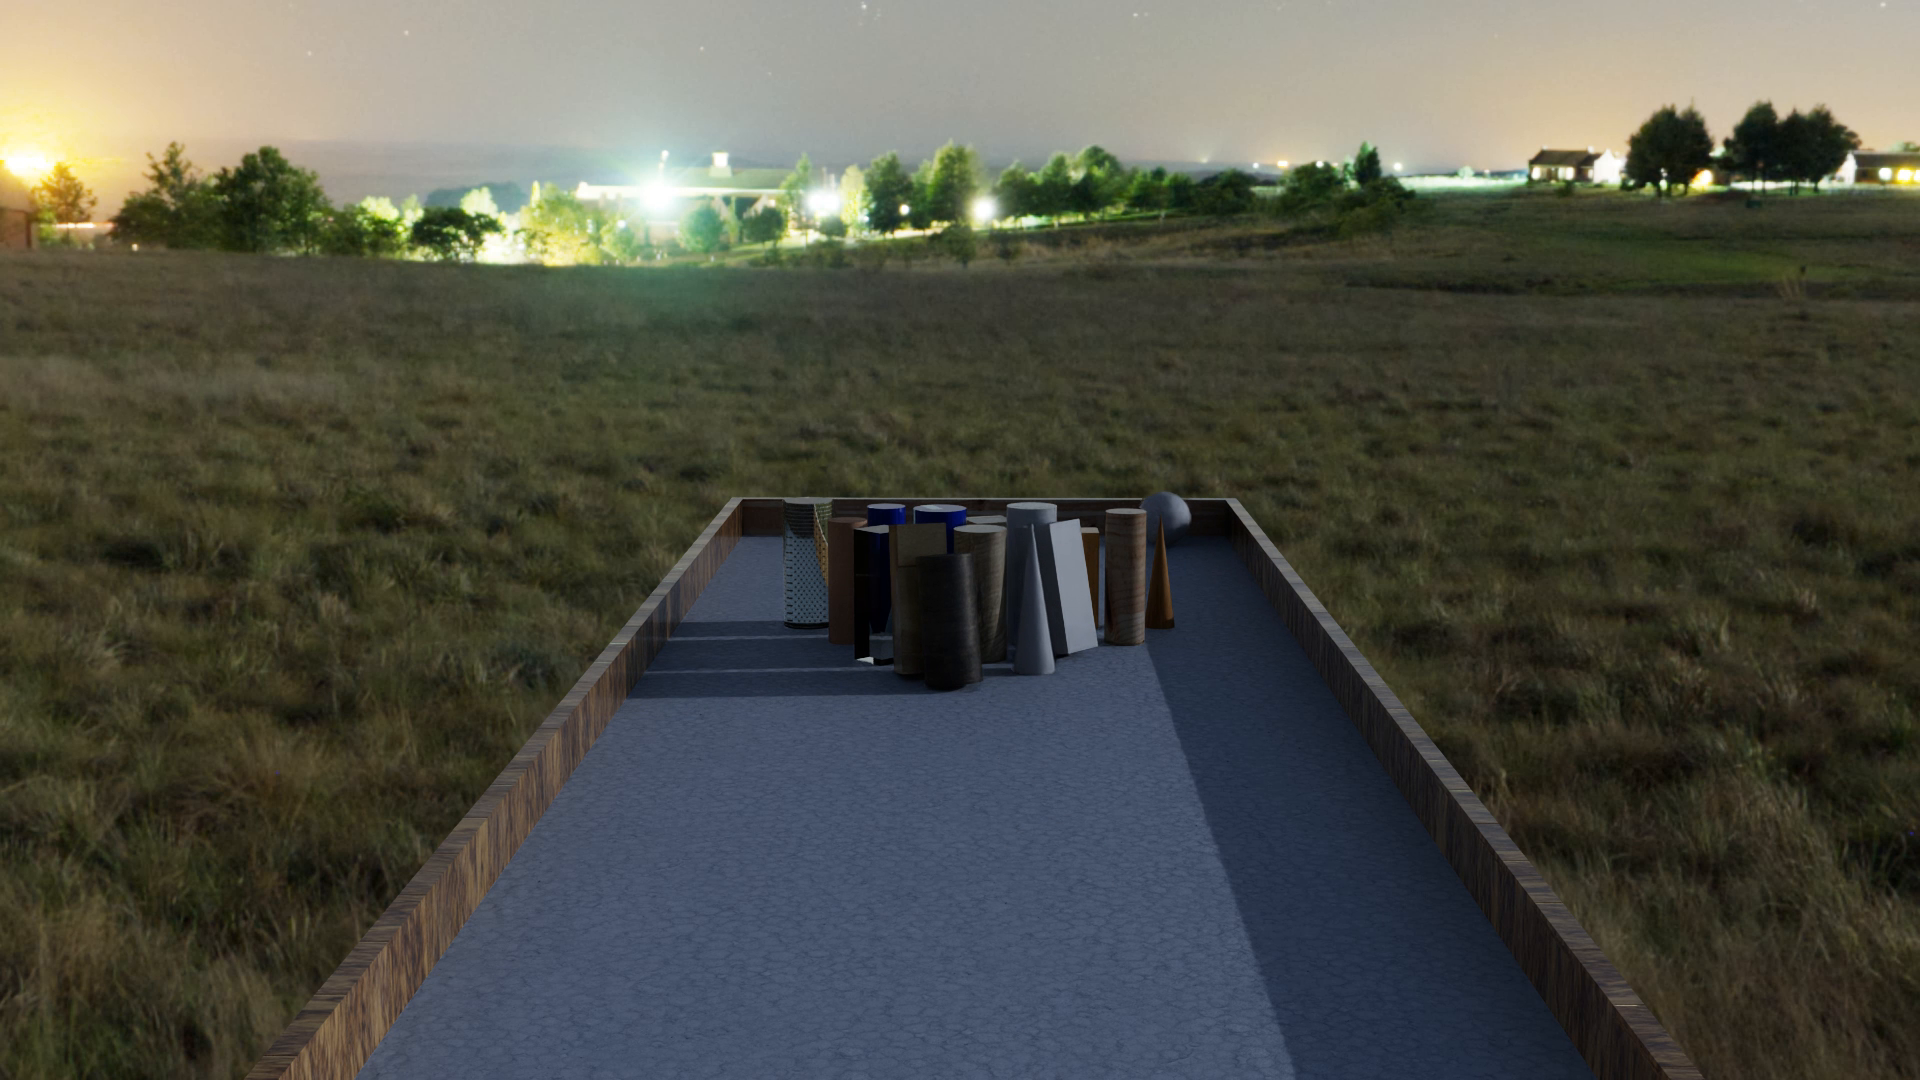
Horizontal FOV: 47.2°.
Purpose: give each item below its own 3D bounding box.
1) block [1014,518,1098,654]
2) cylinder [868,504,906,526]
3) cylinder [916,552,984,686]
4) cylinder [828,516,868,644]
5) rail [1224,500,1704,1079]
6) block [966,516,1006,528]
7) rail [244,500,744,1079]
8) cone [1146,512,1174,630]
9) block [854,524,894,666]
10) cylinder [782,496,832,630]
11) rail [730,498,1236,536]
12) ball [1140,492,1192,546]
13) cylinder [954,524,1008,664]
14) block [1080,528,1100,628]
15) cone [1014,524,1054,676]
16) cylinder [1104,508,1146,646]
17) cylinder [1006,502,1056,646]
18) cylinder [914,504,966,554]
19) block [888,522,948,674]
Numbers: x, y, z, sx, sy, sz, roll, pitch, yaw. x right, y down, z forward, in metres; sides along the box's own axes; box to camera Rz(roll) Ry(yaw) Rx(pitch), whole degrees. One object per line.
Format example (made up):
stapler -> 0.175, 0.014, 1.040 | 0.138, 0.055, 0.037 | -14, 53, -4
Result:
block -> 0.295, 0.146, 6.756 | 0.144, 0.397, 0.144 | -7, 2, 42
cylinder -> -0.240, 0.088, 7.178 | 0.125, 0.400, 0.125 | 0, 9, 0
cylinder -> -0.030, 0.227, 6.329 | 0.167, 0.370, 0.167 | -4, 2, 0
cylinder -> -0.354, 0.129, 6.955 | 0.124, 0.389, 0.124 | 0, 9, 0
rail -> 1.046, 0.843, 3.208 | 0.050, 0.150, 12.000 | 0, 9, 1
block -> 0.095, 0.107, 7.210 | 0.146, 0.352, 0.146 | -4, 10, -22
rail -> -1.004, 0.839, 3.234 | 0.050, 0.150, 12.000 | 0, 9, 1
cone -> 0.654, 0.095, 7.192 | 0.101, 0.381, 0.101 | 0, 9, 0
block -> -0.234, 0.166, 6.671 | 0.123, 0.404, 0.123 | -8, 12, -42
cylinder -> -0.498, 0.075, 7.217 | 0.163, 0.414, 0.163 | 0, 9, 0
rail -> 0.099, -0.098, 9.147 | 2.100, 0.150, 0.050 | 0, 9, 1
ball -> 0.824, -0.088, 8.873 | 0.216, 0.216, 0.216 | 0, 9, 0
cylinder -> 0.062, 0.164, 6.694 | 0.162, 0.401, 0.162 | 0, 9, 0
block -> 0.393, 0.124, 7.211 | 0.116, 0.317, 0.116 | 0, 9, 0
cone -> 0.217, 0.162, 6.507 | 0.122, 0.460, 0.122 | -1, 8, 0
cylinder -> 0.521, 0.116, 6.937 | 0.129, 0.419, 0.129 | 0, 9, 0
cylinder -> 0.226, 0.107, 6.951 | 0.159, 0.434, 0.159 | 0, 9, 0
cylinder -> -0.063, 0.111, 6.950 | 0.168, 0.426, 0.168 | 0, 9, 0
block -> -0.119, 0.171, 6.479 | 0.145, 0.437, 0.145 | -2, 0, -11
